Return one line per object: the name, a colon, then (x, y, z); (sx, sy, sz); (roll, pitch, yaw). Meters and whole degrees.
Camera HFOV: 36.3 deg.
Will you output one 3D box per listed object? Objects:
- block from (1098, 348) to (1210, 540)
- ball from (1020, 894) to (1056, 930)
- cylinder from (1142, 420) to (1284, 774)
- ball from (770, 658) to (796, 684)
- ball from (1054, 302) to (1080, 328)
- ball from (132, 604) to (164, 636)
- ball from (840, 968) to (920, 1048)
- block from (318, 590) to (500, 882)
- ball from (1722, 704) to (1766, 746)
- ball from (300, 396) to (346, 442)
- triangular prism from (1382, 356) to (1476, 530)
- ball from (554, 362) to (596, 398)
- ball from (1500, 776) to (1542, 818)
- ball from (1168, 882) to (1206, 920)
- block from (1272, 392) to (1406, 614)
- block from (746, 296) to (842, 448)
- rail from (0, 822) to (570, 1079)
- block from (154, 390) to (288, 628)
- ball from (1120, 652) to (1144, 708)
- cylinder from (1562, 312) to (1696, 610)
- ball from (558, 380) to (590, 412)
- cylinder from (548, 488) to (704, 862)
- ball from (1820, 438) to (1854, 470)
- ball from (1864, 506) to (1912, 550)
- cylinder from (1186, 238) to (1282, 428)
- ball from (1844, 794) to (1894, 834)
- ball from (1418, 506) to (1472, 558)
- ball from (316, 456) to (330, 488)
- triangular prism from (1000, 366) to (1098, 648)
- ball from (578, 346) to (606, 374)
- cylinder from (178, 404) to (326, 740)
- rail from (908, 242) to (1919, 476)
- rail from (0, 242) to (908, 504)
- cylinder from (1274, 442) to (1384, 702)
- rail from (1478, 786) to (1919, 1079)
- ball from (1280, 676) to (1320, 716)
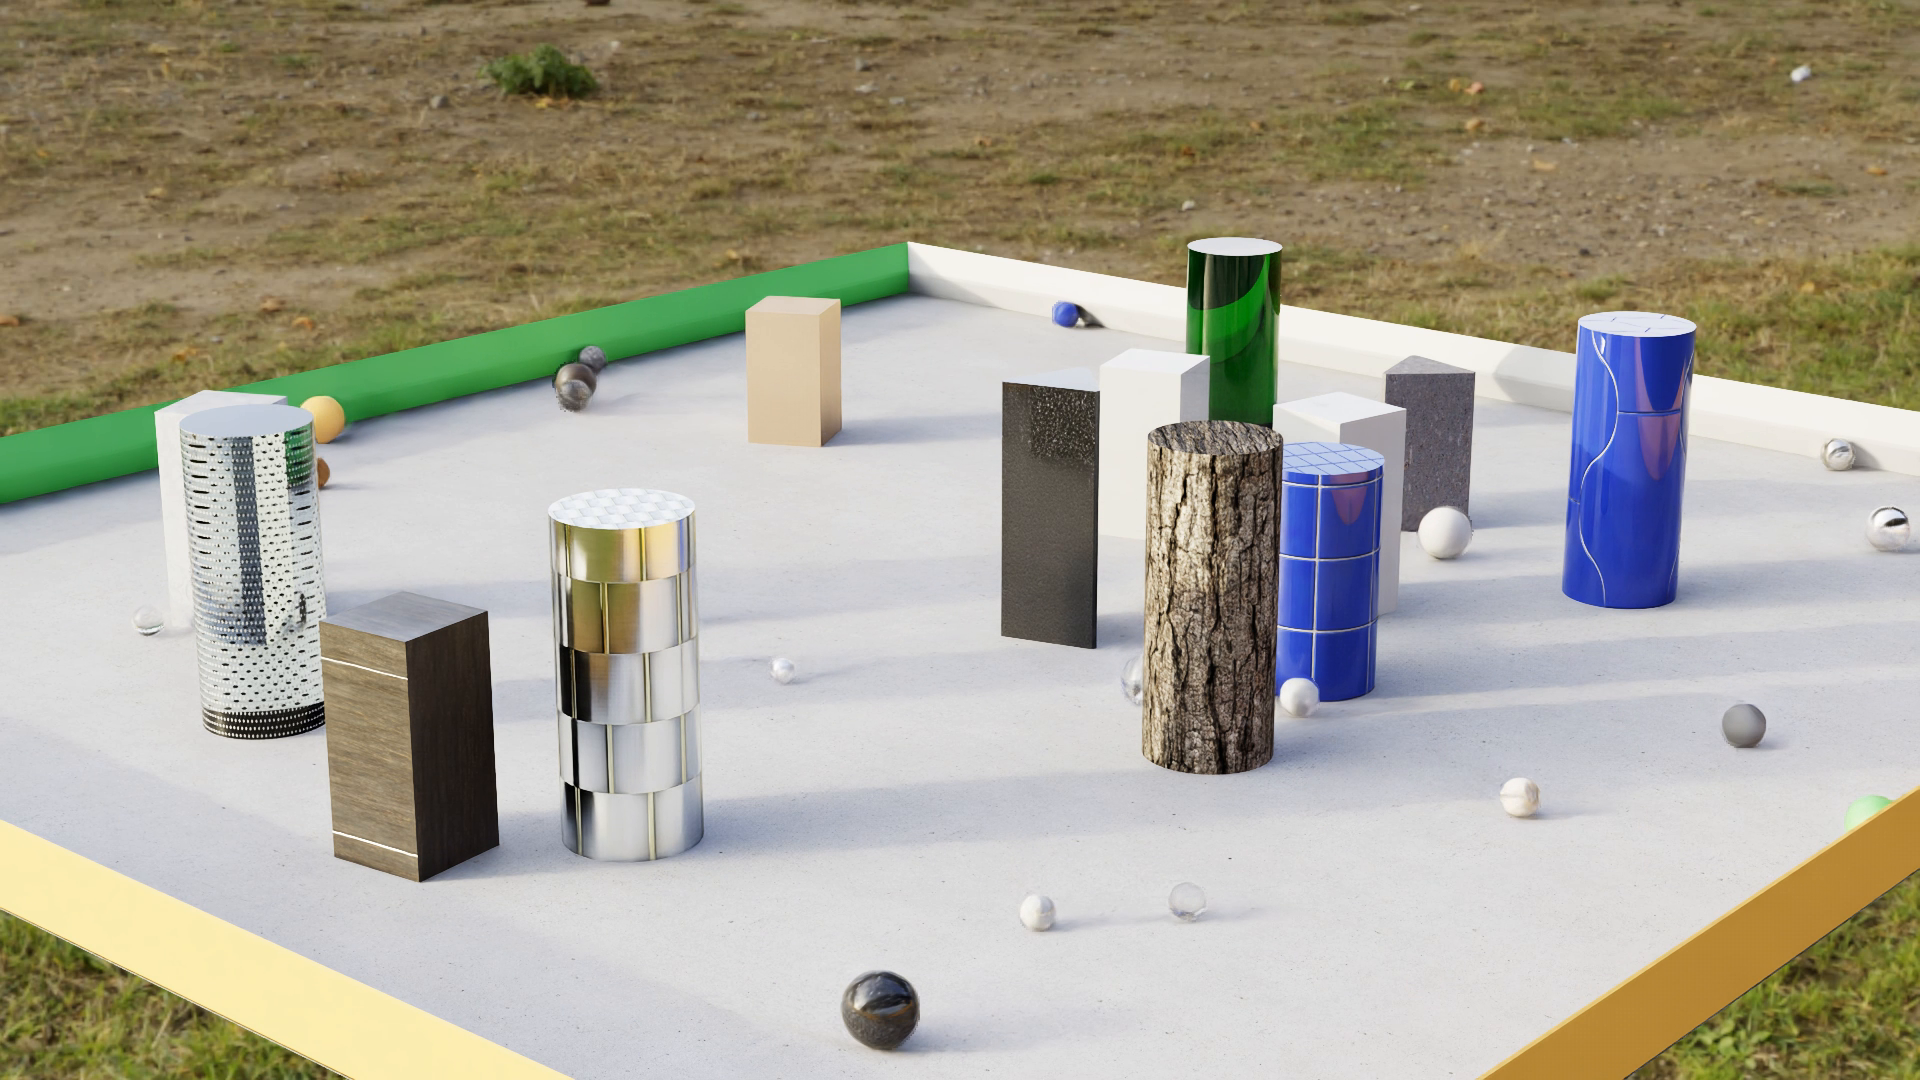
block: (0.362, -0.177, 5.482); (0.158, 0.323, 0.158); (7, 18, 23)
ball: (0.101, 0.479, 3.781); (0.046, 0.046, 0.046); (0, 17, 0)
cylinder: (0.371, 0.084, 4.332); (0.198, 0.487, 0.198); (0, 17, 0)
ball: (-0.284, 0.210, 4.686); (0.041, 0.041, 0.041); (0, 17, 0)
ball: (0.260, -0.551, 7.171); (0.064, 0.064, 0.064); (0, 17, 0)
ball: (-1.361, 0.135, 4.913); (0.054, 0.054, 0.054); (0, 17, 0)
ball: (-0.094, 0.553, 3.458); (0.093, 0.093, 0.093); (0, 17, 0)
block: (-0.746, 0.265, 3.984); (0.158, 0.341, 0.158); (11, 20, 32)
ball: (1.181, 0.279, 4.415); (0.065, 0.065, 0.065); (0, 17, 0)
ball: (-1.333, -0.252, 6.119); (0.099, 0.099, 0.099); (0, 17, 0)
triangular prism: (0.865, -0.185, 5.539); (0.171, 0.304, 0.148); (-1, 17, -3)
ball: (-0.844, -0.344, 6.440); (0.090, 0.090, 0.090); (0, 17, 0)
ball: (0.794, 0.364, 4.148); (0.057, 0.057, 0.057); (0, 17, 0)
ball: (0.296, 0.469, 3.810); (0.049, 0.049, 0.049); (0, 17, 0)
block: (0.643, -0.054, 5.014); (0.158, 0.357, 0.158); (-13, 21, -36)
block: (-0.347, -0.354, 6.140); (0.158, 0.281, 0.158); (4, 17, 13)
rail: (-1.194, 0.429, 3.803); (3.562, 0.128, 0.045); (14, 22, 39)
block: (-1.238, -0.049, 4.968); (0.158, 0.373, 0.158); (5, 17, 16)
ball: (0.295, 0.219, 4.571); (0.089, 0.089, 0.089); (0, 17, 0)
cylinder: (1.157, -0.139, 5.080); (0.198, 0.481, 0.198); (0, 17, 0)
ball: (-0.837, -0.312, 6.366); (0.071, 0.071, 0.071); (0, 17, 0)
cylinder: (-0.456, 0.184, 4.021); (0.198, 0.474, 0.198); (0, 17, 0)
ball: (1.769, -0.173, 5.913); (0.066, 0.066, 0.066); (0, 17, 0)
ball: (1.703, -0.022, 5.380); (0.083, 0.083, 0.083); (0, 17, 0)
cylinder: (0.575, -0.426, 6.185); (0.198, 0.393, 0.198); (0, 17, 0)
ball: (1.254, 0.389, 4.025); (0.079, 0.079, 0.079); (0, 17, 0)
ball: (0.883, -0.013, 5.333); (0.094, 0.094, 0.094); (0, 17, 0)
ball: (-1.274, -0.133, 5.783); (0.063, 0.063, 0.063); (0, 17, 0)
triangular prism: (0.176, -0.060, 4.889); (0.171, 0.439, 0.148); (8, 18, 24)
ball: (-0.842, -0.411, 6.704); (0.065, 0.065, 0.065); (0, 17, 0)
cylinder: (-1.071, 0.047, 4.472); (0.198, 0.475, 0.198); (0, 17, 0)
rail: (1.194, -0.365, 6.436); (3.562, 0.128, 0.045); (14, 22, 39)
rail: (-1.327, -0.300, 6.223); (0.045, 0.128, 3.689); (14, 22, 39)
cylinder: (0.566, 0.049, 4.645); (0.198, 0.371, 0.198); (0, 17, 0)
rail: (1.327, 0.365, 4.017); (0.045, 0.128, 3.689); (14, 22, 39)
ball: (0.525, 0.243, 4.541); (0.061, 0.061, 0.061); (0, 17, 0)
